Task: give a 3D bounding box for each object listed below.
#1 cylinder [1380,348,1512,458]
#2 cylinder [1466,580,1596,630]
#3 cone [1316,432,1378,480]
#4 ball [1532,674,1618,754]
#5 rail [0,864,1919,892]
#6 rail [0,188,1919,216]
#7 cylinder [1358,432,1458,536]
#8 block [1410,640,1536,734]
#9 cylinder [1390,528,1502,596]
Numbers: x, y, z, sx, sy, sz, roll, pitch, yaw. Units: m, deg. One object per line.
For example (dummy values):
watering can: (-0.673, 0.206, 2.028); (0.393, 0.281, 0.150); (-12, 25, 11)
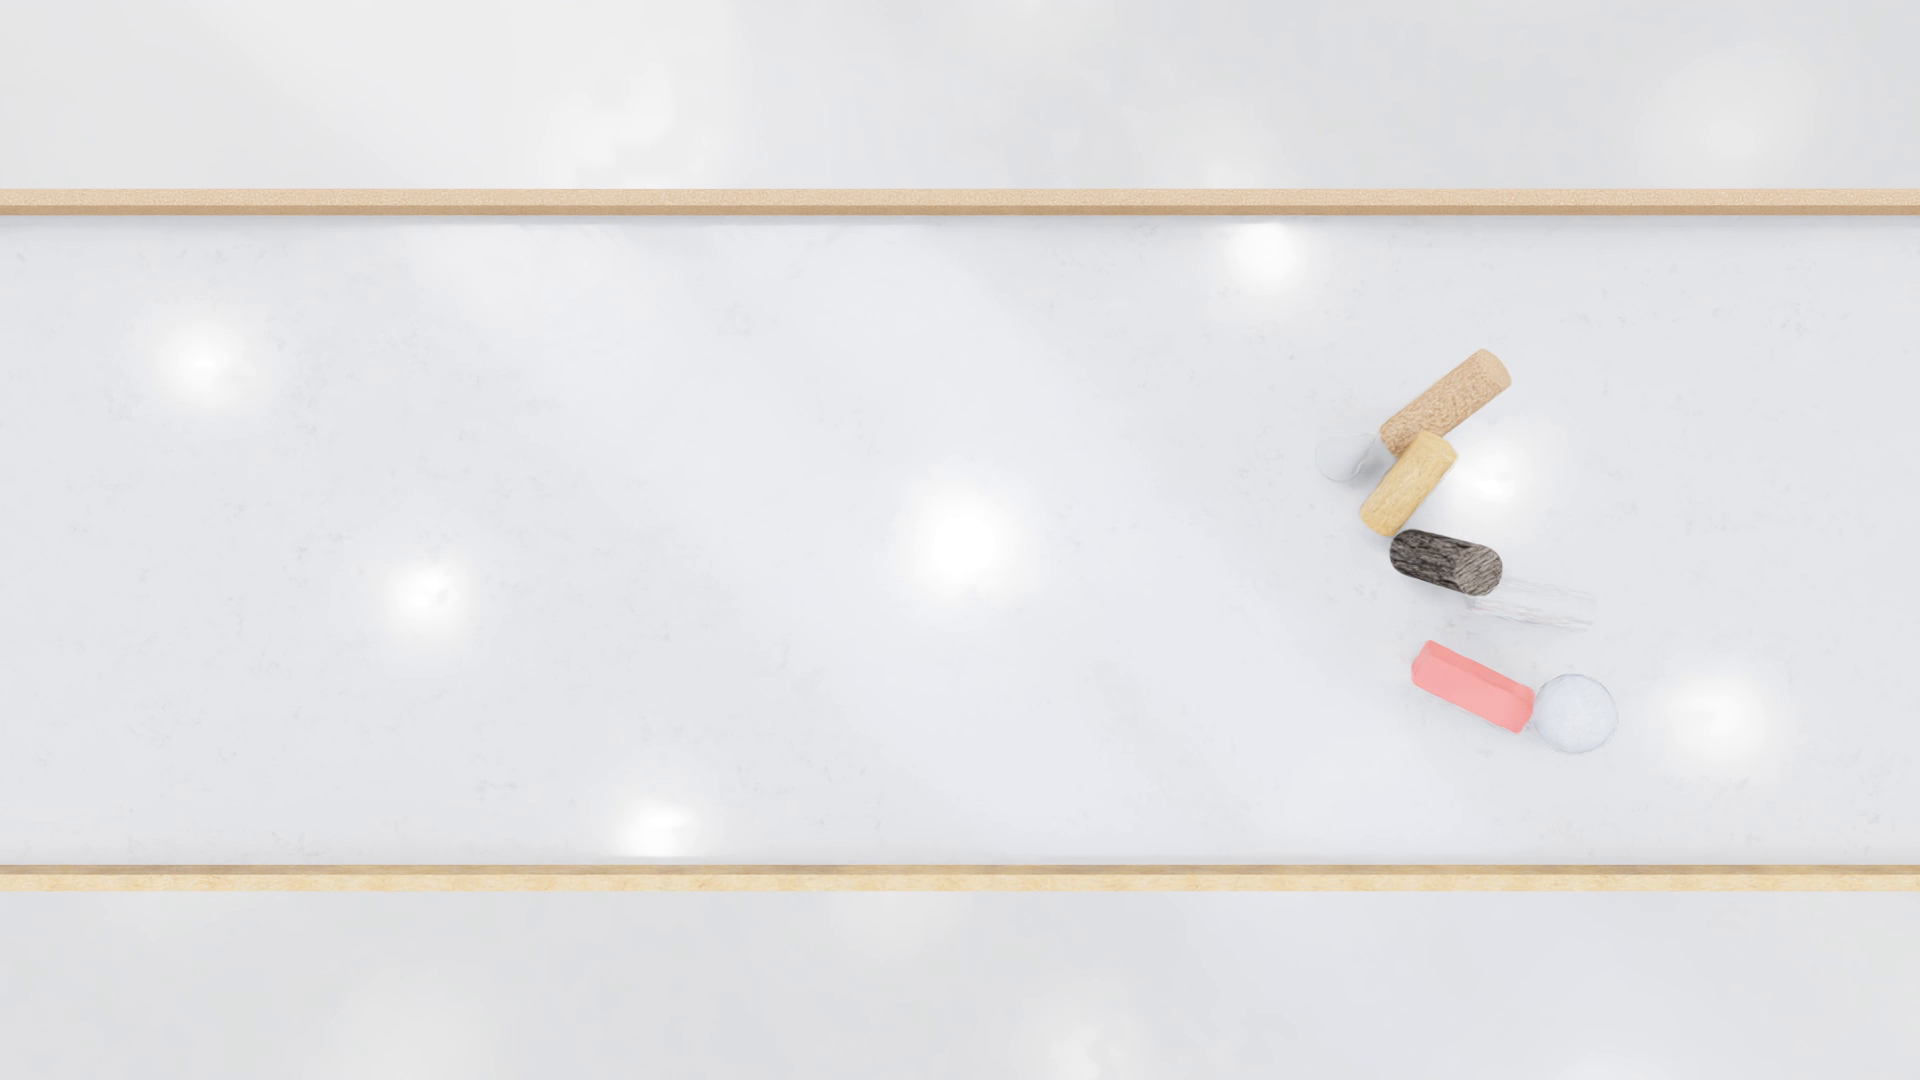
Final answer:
cylinder: (1.438, -0.396, 4.900); (0.139, 0.139, 0.387); (47, 129, 0)
cylinder: (1.737, 0.190, 5.020); (0.358, 0.113, 0.113); (8, 90, 0)
cone: (1.185, -0.281, 4.906); (0.149, 0.316, 0.149); (1, 80, -7)
ball: (1.764, 0.499, 4.736); (0.229, 0.229, 0.229); (0, 90, 0)
rail: (-2.247, 1.025, 5.001); (12.000, 0.150, 0.050); (0, 90, 0)
rail: (-2.247, -1.025, 5.002); (12.000, 0.150, 0.050); (0, 90, 0)
cylinder: (1.336, -0.166, 4.930); (0.133, 0.133, 0.313); (31, 126, 0)
block: (1.557, 0.446, 5.003); (0.355, 0.111, 0.111); (26, 115, 0)
cylinder: (1.424, 0.062, 4.854); (0.146, 0.424, 0.146); (-1, 97, -10)
